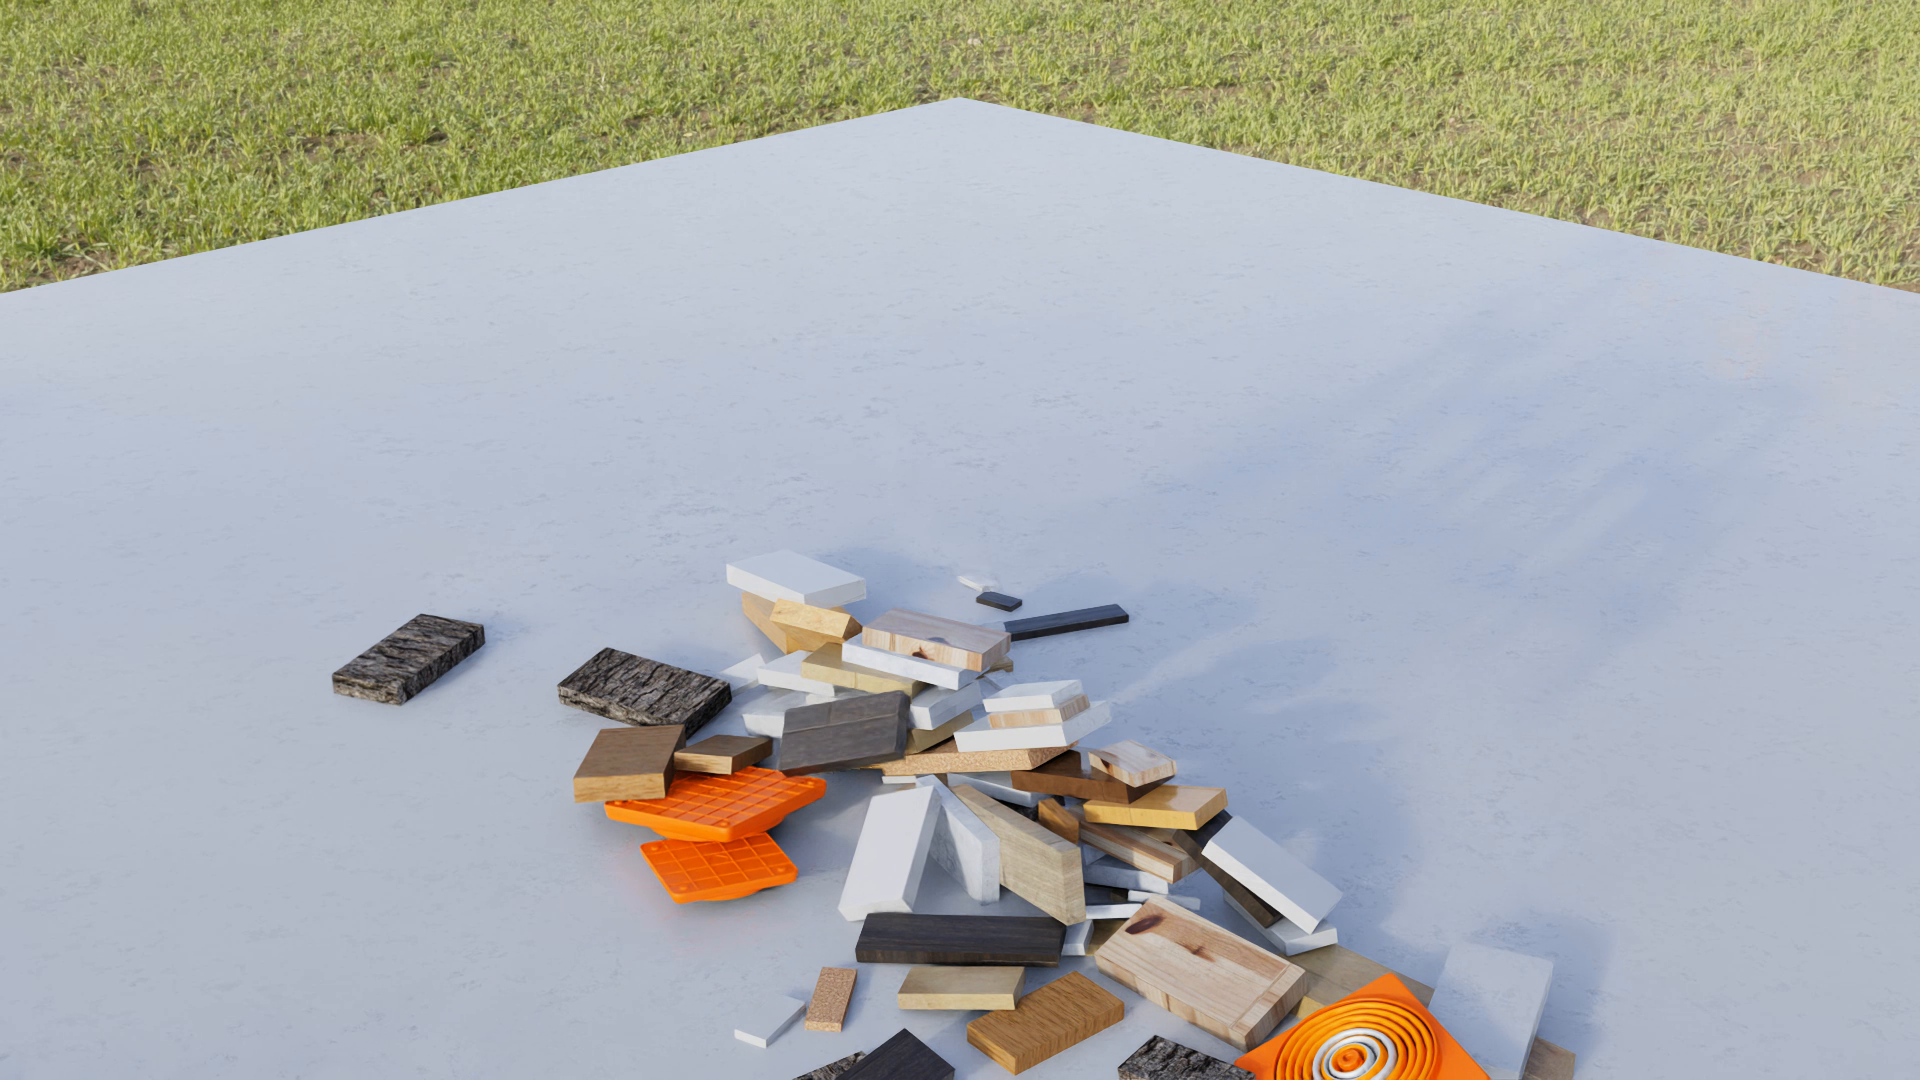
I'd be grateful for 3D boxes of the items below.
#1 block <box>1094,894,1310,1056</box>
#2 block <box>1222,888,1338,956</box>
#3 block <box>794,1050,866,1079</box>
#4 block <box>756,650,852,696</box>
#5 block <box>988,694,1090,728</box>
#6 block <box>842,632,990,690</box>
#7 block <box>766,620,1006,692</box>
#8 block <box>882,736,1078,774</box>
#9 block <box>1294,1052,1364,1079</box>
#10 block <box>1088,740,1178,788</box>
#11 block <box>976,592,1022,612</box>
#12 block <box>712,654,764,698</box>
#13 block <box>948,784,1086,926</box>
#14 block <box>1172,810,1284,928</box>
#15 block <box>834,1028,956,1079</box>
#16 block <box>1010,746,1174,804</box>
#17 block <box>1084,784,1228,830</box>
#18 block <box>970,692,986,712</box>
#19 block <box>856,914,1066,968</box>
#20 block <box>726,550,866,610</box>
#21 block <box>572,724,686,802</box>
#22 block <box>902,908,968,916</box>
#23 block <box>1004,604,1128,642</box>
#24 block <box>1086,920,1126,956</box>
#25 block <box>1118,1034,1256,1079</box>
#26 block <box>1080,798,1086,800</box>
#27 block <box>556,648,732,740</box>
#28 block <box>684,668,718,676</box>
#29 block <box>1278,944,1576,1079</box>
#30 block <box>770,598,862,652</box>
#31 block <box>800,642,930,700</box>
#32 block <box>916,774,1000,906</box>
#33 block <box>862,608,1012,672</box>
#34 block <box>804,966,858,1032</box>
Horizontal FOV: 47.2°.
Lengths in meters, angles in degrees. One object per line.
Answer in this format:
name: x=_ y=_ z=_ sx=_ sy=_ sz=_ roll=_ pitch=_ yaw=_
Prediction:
block: x=0.421 y=0.756 z=3.851 sx=0.342 sy=0.048 sz=0.171 roll=22 pitch=50 yaw=41
block: x=0.583 y=0.684 z=4.033 sx=0.099 sy=0.028 sz=0.288 roll=-13 pitch=15 yaw=-14
block: x=-0.262 y=0.917 z=3.562 sx=0.310 sy=0.028 sz=0.100 roll=-15 pitch=27 yaw=-32
block: x=-0.303 y=0.280 z=4.647 sx=0.247 sy=0.035 sz=0.123 roll=5 pitch=20 yaw=46
block: x=0.152 y=0.331 z=4.255 sx=0.182 sy=0.026 sz=0.091 roll=-9 pitch=10 yaw=42
block: x=-0.090 y=0.237 z=4.496 sx=0.271 sy=0.038 sz=0.135 roll=13 pitch=21 yaw=26
block: x=-0.167 y=0.264 z=5.025 sx=0.561 sy=0.091 sz=0.026 roll=-9 pitch=61 yaw=-21
block: x=0.035 y=0.421 z=4.406 sx=0.419 sy=0.041 sz=0.143 roll=-8 pitch=10 yaw=45
block: x=0.625 y=0.897 z=3.620 sx=0.069 sy=0.020 sz=0.138 roll=-17 pitch=28 yaw=-35
block: x=0.324 y=0.419 z=4.136 sx=0.091 sy=0.026 sz=0.182 roll=-15 pitch=14 yaw=-21
block: x=0.096 y=0.150 z=5.389 sx=0.102 sy=0.014 sz=0.051 roll=15 pitch=27 yaw=31
block: x=-0.497 y=0.312 z=4.918 sx=0.139 sy=0.020 sz=0.070 roll=-26 pitch=45 yaw=-8
block: x=0.101 y=0.580 z=4.099 sx=0.039 sy=0.138 sz=0.457 roll=-11 pitch=13 yaw=-25
block: x=0.514 y=0.594 z=4.021 sx=0.239 sy=0.034 sz=0.120 roll=43 pitch=42 yaw=23
block: x=-0.138 y=0.897 z=3.549 sx=0.115 sy=0.033 sz=0.260 roll=33 pitch=41 yaw=29
block: x=0.252 y=0.447 z=4.218 sx=0.286 sy=0.041 sz=0.143 roll=2 pitch=18 yaw=43
block: x=0.364 y=0.494 z=4.096 sx=0.239 sy=0.034 sz=0.120 roll=-1 pitch=16 yaw=37
block: x=0.026 y=0.352 z=4.913 sx=0.051 sy=0.014 sz=0.102 roll=-9 pitch=25 yaw=-20
block: x=0.002 y=0.720 z=3.961 sx=0.369 sy=0.029 sz=0.103 roll=-1 pitch=30 yaw=13
block: x=-0.399 y=0.099 z=5.320 sx=0.174 sy=0.049 sz=0.348 roll=-14 pitch=20 yaw=-35
block: x=-0.674 y=0.456 z=4.514 sx=0.179 sy=0.051 sz=0.357 roll=-3 pitch=11 yaw=0
block: x=-0.053 y=0.710 z=4.065 sx=0.126 sy=0.018 sz=0.063 roll=3 pitch=23 yaw=8
block: x=0.057 y=0.227 z=5.201 sx=0.722 sy=0.020 sz=0.070 roll=-9 pitch=24 yaw=-19
block: x=0.280 y=0.728 z=4.016 sx=0.165 sy=0.023 sz=0.082 roll=2 pitch=23 yaw=4
block: x=0.371 y=0.881 z=3.603 sx=0.205 sy=0.029 sz=0.103 roll=12 pitch=32 yaw=41
block: x=0.198 y=0.488 z=4.576 sx=0.198 sy=0.028 sz=0.099 roll=11 pitch=25 yaw=24
block: x=-0.699 y=0.339 z=4.870 sx=0.348 sy=0.049 sz=0.174 roll=13 pitch=34 yaw=28
block: x=-0.581 y=0.318 z=4.963 sx=0.105 sy=0.015 sz=0.053 roll=6 pitch=47 yaw=10
block: x=0.767 y=0.825 z=3.754 sx=0.530 sy=0.048 sz=0.171 roll=20 pitch=30 yaw=39
block: x=-0.237 y=0.244 z=4.760 sx=0.179 sy=0.051 sz=0.430 roll=12 pitch=-18 yaw=26
block: x=-0.188 y=0.268 z=4.507 sx=0.247 sy=0.035 sz=0.123 roll=10 pitch=20 yaw=20
block: x=-0.006 y=0.575 z=4.229 sx=0.039 sy=0.138 sz=0.275 roll=-11 pitch=26 yaw=-25
block: x=-0.048 y=0.202 z=4.488 sx=0.271 sy=0.038 sz=0.135 roll=12 pitch=21 yaw=24
block: x=-0.225 y=0.803 z=3.846 sx=0.063 sy=0.018 sz=0.165 roll=3 pitch=23 yaw=7
